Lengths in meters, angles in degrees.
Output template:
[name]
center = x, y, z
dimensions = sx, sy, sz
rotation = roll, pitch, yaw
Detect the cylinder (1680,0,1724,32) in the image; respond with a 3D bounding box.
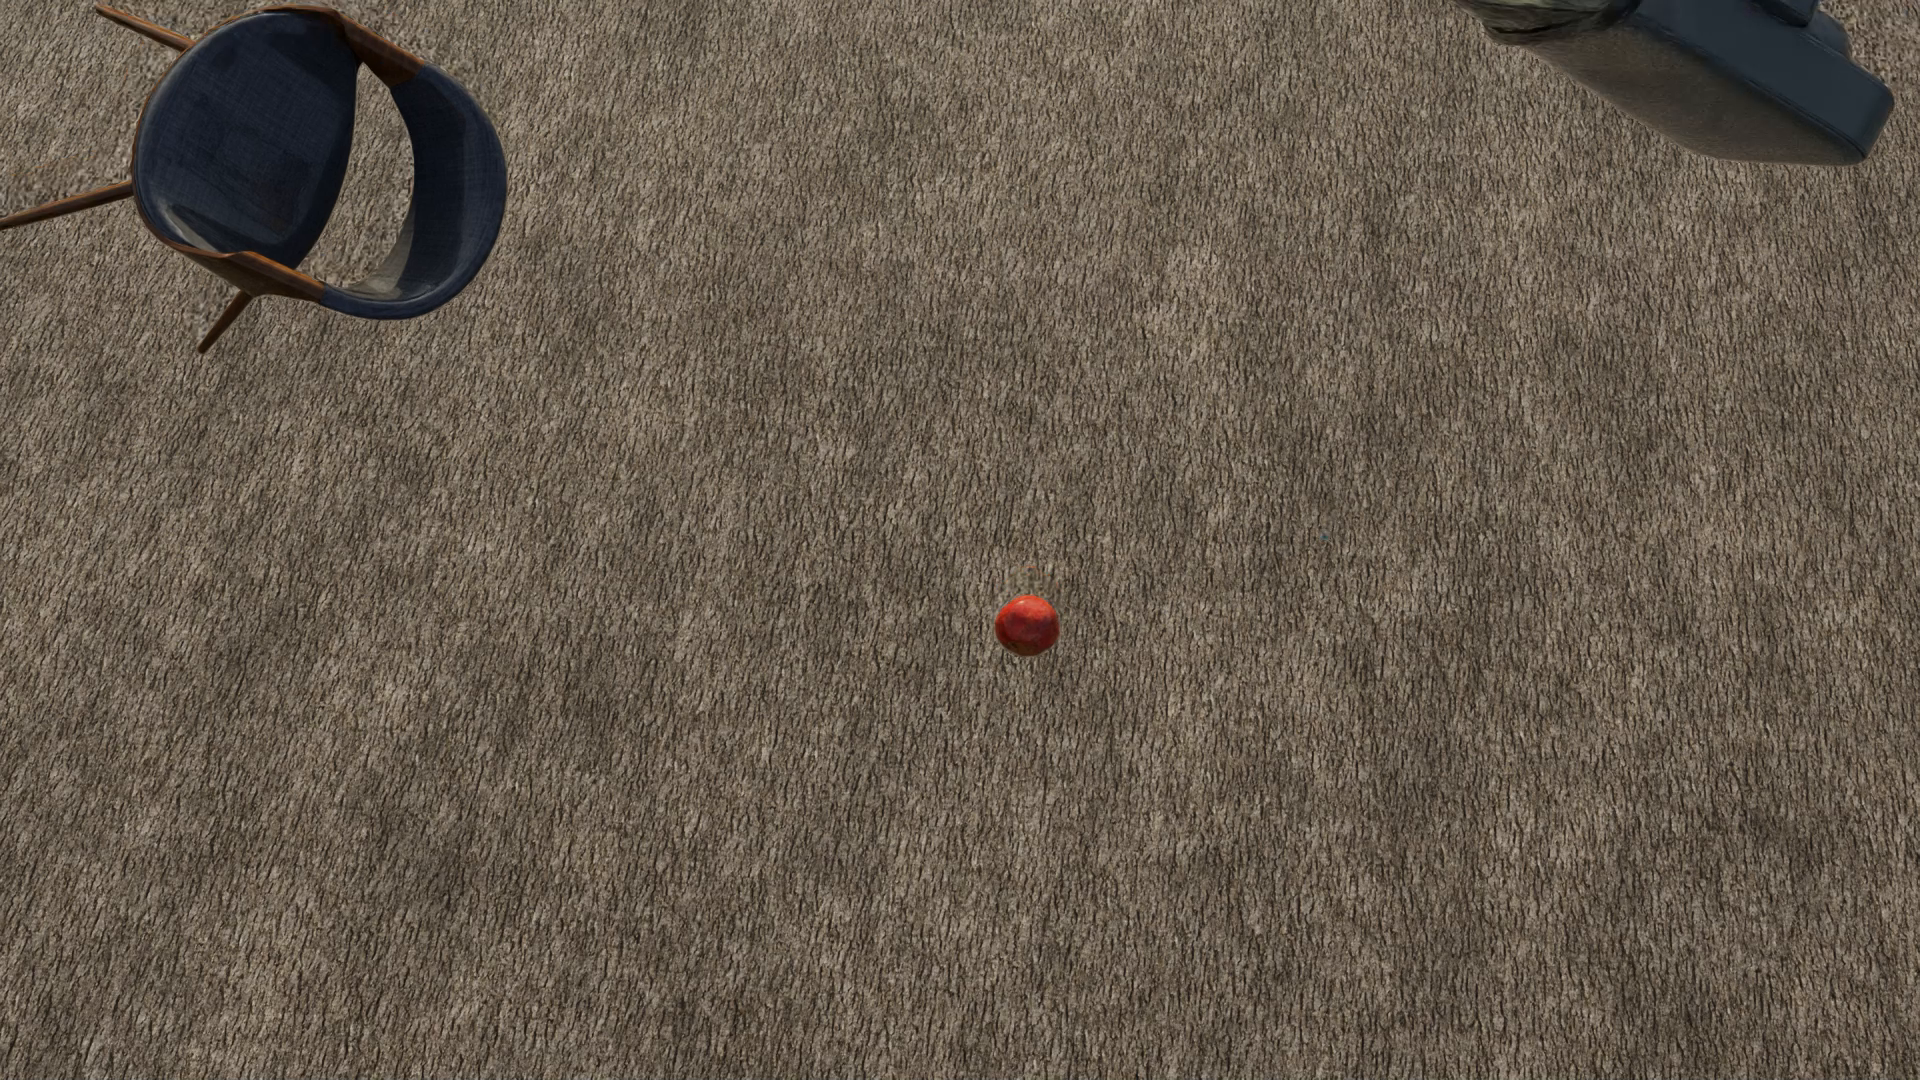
[cylinder]
center = 1.650, -1.182, 4.887
dimensions = 0.077, 0.094, 0.084
rotation = -9, 25, 12
